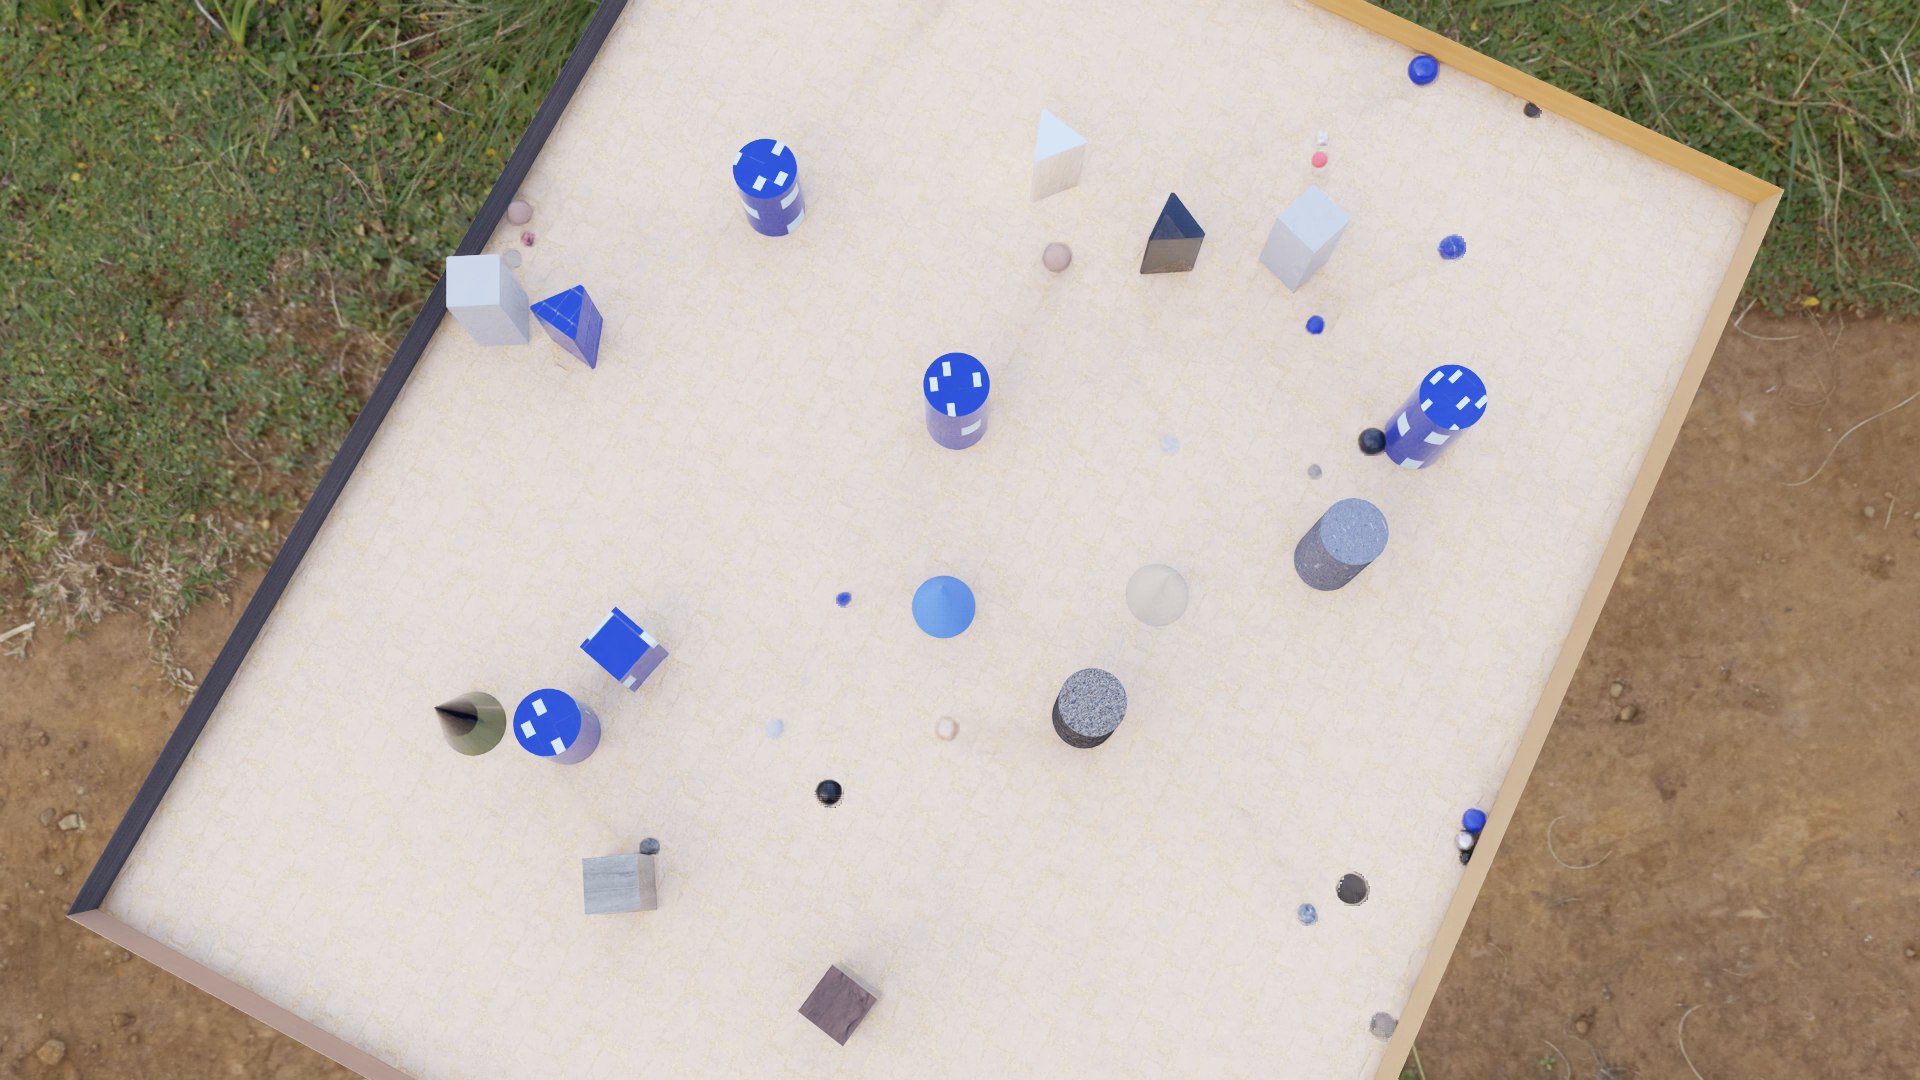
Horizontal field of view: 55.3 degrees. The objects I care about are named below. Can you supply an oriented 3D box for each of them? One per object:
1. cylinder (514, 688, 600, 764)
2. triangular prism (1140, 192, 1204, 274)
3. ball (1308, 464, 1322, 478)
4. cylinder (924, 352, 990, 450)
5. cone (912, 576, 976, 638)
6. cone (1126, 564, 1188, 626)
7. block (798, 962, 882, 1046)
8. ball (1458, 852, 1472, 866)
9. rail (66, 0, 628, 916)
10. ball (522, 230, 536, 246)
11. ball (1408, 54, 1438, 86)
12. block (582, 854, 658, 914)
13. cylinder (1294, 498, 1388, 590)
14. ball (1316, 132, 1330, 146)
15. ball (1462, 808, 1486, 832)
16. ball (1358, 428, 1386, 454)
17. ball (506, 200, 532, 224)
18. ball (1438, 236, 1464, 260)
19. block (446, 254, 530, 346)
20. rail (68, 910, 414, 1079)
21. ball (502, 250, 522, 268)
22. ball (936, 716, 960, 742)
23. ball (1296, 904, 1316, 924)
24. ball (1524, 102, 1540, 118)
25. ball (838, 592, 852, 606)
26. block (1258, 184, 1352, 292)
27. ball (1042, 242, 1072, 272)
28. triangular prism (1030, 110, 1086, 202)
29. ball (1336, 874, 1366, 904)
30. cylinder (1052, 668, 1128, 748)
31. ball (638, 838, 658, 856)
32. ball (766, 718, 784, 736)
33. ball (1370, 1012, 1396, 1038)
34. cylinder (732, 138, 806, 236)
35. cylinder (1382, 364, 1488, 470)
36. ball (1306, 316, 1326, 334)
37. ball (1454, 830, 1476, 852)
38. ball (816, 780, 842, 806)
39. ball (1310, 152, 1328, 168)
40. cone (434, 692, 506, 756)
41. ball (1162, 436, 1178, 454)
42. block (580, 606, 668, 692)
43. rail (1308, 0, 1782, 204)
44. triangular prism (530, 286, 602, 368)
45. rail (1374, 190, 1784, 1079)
[{"bbox_3d":[-1.174,0.548,5.353,0.194,0.294,0.194,0,78,0],"label":"cylinder"},{"bbox_3d":[0.647,-0.949,5.662,0.168,0.296,0.146,-4,78,-1],"label":"triangular prism"},{"bbox_3d":[1.090,-0.213,5.639,0.042,0.042,0.042,0,78,0],"label":"ball"},{"bbox_3d":[-0.010,-0.413,5.506,0.194,0.385,0.194,0,78,0],"label":"cylinder"},{"bbox_3d":[-0.050,0.167,5.396,0.194,0.364,0.194,0,78,0],"label":"cone"},{"bbox_3d":[0.601,0.132,5.411,0.194,0.349,0.194,0,78,0],"label":"cone"},{"bbox_3d":[-0.334,1.303,5.165,0.155,0.356,0.155,36,81,7],"label":"block"},{"bbox_3d":[1.492,0.940,5.401,0.042,0.042,0.042,0,78,0],"label":"ball"},{"bbox_3d":[-1.592,-0.773,5.711,0.045,0.126,4.284,26,80,5],"label":"rail"},{"bbox_3d":[-1.363,-0.954,5.791,0.045,0.045,0.045,0,78,0],"label":"ball"},{"bbox_3d":[1.485,-1.507,5.879,0.097,0.097,0.097,0,78,0],"label":"ball"},{"bbox_3d":[-0.975,0.990,5.264,0.155,0.290,0.155,-5,78,-1],"label":"block"},{"bbox_3d":[1.118,0.018,5.397,0.194,0.422,0.194,0,78,0],"label":"cylinder"},{"bbox_3d":[1.158,-1.281,5.859,0.045,0.045,0.045,0,78,0],"label":"ball"},{"bbox_3d":[1.517,0.826,5.410,0.071,0.071,0.071,0,78,0],"label":"ball"},{"bbox_3d":[1.267,-0.305,5.636,0.085,0.085,0.085,0,78,0],"label":"ball"},{"bbox_3d":[-1.391,-1.037,5.790,0.080,0.080,0.080,0,78,0],"label":"ball"},{"bbox_3d":[1.545,-0.918,5.767,0.077,0.077,0.077,0,78,0],"label":"ball"},{"bbox_3d":[-1.432,-0.725,5.573,0.155,0.380,0.155,-3,78,-1],"label":"block"},{"bbox_3d":[-0.947,1.862,5.166,3.607,0.126,0.045,26,80,5],"label":"rail"},{"bbox_3d":[-1.408,-0.884,5.768,0.061,0.061,0.061,0,78,0],"label":"ball"},{"bbox_3d":[-0.037,0.564,5.463,0.073,0.073,0.073,0,78,0],"label":"ball"},{"bbox_3d":[1.014,1.093,5.361,0.058,0.058,0.058,0,78,0],"label":"ball"},{"bbox_3d":[1.833,-1.380,5.878,0.047,0.047,0.047,0,78,0],"label":"ball"},{"bbox_3d":[-0.349,0.177,5.558,0.043,0.043,0.043,0,78,0],"label":"ball"},{"bbox_3d":[1.054,-0.921,5.625,0.155,0.357,0.155,-43,81,-8],"label":"block"},{"bbox_3d":[0.304,-0.887,5.754,0.090,0.090,0.090,0,78,0],"label":"ball"},{"bbox_3d":[0.278,-1.207,5.700,0.168,0.326,0.146,-21,79,-4],"label":"triangular prism"},{"bbox_3d":[1.145,1.021,5.360,0.089,0.089,0.089,0,78,0],"label":"ball"},{"bbox_3d":[0.373,0.493,5.326,0.194,0.369,0.194,0,78,0],"label":"cylinder"},{"bbox_3d":[-0.918,0.905,5.401,0.056,0.056,0.056,0,78,0],"label":"ball"},{"bbox_3d":[-0.554,0.560,5.472,0.056,0.056,0.056,0,78,0],"label":"ball"},{"bbox_3d":[1.220,1.401,5.288,0.076,0.076,0.076,0,78,0],"label":"ball"},{"bbox_3d":[-0.589,-1.089,5.682,0.194,0.314,0.194,0,78,0],"label":"cylinder"},{"bbox_3d":[1.405,-0.360,5.451,0.194,0.470,0.194,0,78,0],"label":"cylinder"},{"bbox_3d":[1.112,-0.673,5.726,0.059,0.059,0.059,0,78,0],"label":"ball"},{"bbox_3d":[1.489,0.887,5.400,0.064,0.064,0.064,0,78,0],"label":"ball"},{"bbox_3d":[-0.387,0.747,5.422,0.077,0.077,0.077,0,78,0],"label":"ball"},{"bbox_3d":[1.144,-1.211,5.840,0.053,0.053,0.053,0,78,0],"label":"ball"},{"bbox_3d":[-1.459,0.507,5.291,0.194,0.431,0.194,0,78,0],"label":"cone"},{"bbox_3d":[0.646,-0.293,5.651,0.051,0.051,0.051,0,78,0],"label":"ball"},{"bbox_3d":[-0.989,0.326,5.415,0.155,0.263,0.155,40,81,8],"label":"block"},{"bbox_3d":[0.947,-1.849,5.934,3.607,0.126,0.045,26,80,5],"label":"rail"},{"bbox_3d":[-1.169,-0.671,5.600,0.168,0.304,0.146,35,80,7],"label":"triangular prism"},{"bbox_3d":[1.592,0.786,5.388,0.045,0.126,4.284,26,80,5],"label":"rail"}]
